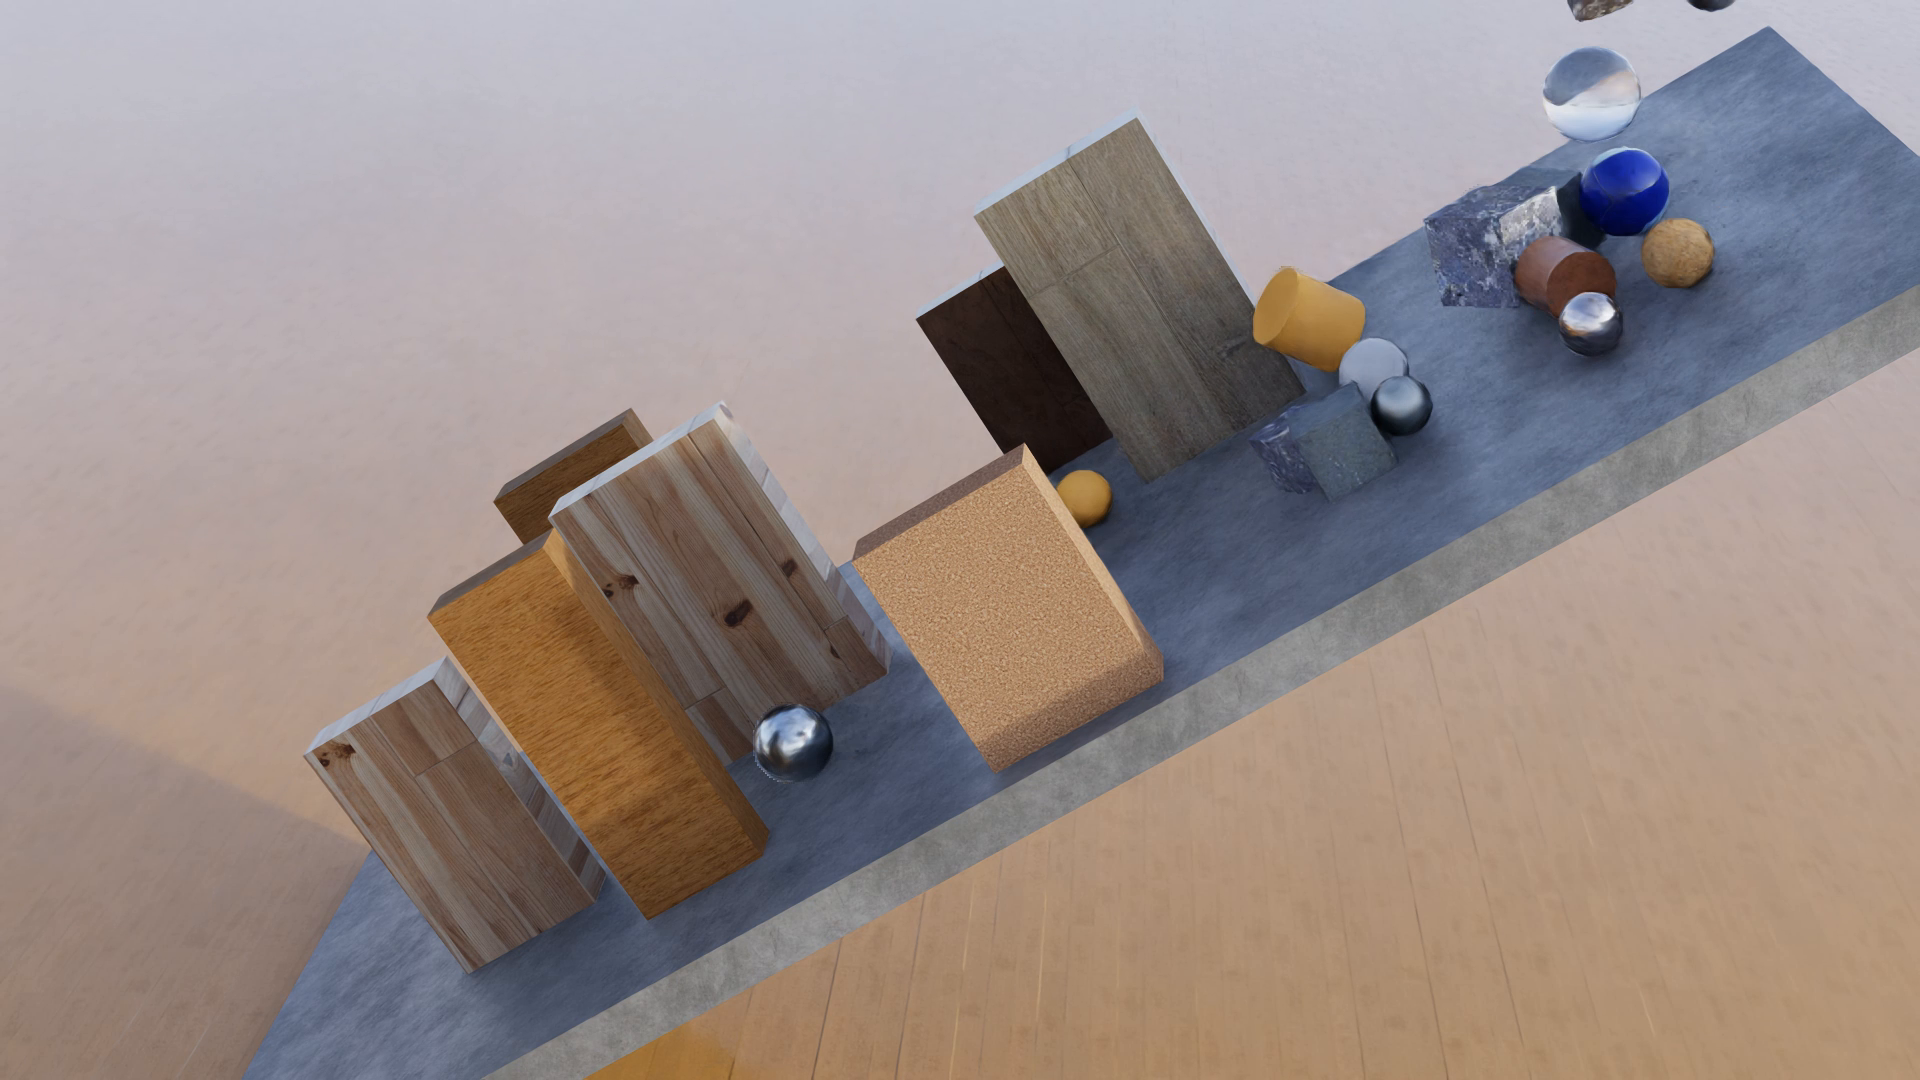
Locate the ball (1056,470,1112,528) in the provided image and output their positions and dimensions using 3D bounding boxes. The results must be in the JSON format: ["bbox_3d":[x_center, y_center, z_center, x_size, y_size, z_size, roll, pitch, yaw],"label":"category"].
[{"bbox_3d":[0.269,-0.090,6.396,0.127,0.127,0.127,0,20,0],"label":"ball"}]

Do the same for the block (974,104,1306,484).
[{"bbox_3d":[0.393,-0.526,6.376,0.408,0.708,0.130,-30,15,13],"label":"block"}]

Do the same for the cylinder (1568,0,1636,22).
[{"bbox_3d":[1.189,-1.083,5.462,0.175,0.175,0.175,-22,-8,-3],"label":"cylinder"}]

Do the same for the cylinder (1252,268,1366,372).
[{"bbox_3d":[0.738,-0.465,6.228,0.171,0.171,0.171,21,12,-21],"label":"cylinder"}]

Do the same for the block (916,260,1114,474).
[{"bbox_3d":[0.189,-0.428,6.929,0.381,0.486,0.092,-30,15,13],"label":"block"}]

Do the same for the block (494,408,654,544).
[{"bbox_3d":[-0.751,0.070,6.966,0.369,0.670,0.126,-30,15,13],"label":"block"}]

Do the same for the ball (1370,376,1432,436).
[{"bbox_3d":[0.846,-0.257,5.635,0.117,0.117,0.117,0,20,0],"label":"ball"}]

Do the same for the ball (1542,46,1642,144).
[{"bbox_3d":[1.310,-0.924,6.102,0.200,0.200,0.200,0,20,0],"label":"ball"}]

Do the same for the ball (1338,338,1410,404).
[{"bbox_3d":[0.838,-0.337,5.955,0.143,0.143,0.143,0,20,0],"label":"ball"}]

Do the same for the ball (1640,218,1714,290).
[{"bbox_3d":[1.350,-0.539,5.534,0.134,0.134,0.134,0,20,0],"label":"ball"}]

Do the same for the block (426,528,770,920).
[{"bbox_3d":[-0.703,0.366,5.767,0.276,0.755,0.117,-30,15,13],"label":"block"}]

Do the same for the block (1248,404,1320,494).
[{"bbox_3d":[0.677,-0.181,5.835,0.125,0.125,0.125,-37,15,-12],"label":"block"}]

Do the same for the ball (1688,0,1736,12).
[{"bbox_3d":[1.417,-1.057,5.536,0.122,0.122,0.122,0,20,0],"label":"ball"}]

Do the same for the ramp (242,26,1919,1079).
[{"bbox_3d":[0.141,0.170,6.292,4.000,0.100,2.000,-30,15,13],"label":"ramp"}]

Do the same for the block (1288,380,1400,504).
[{"bbox_3d":[0.740,-0.190,5.683,0.149,0.149,0.149,-30,15,12],"label":"block"}]

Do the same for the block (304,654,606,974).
[{"bbox_3d":[-1.053,0.578,6.158,0.334,0.587,0.129,-30,15,13],"label":"block"}]

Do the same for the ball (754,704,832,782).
[{"bbox_3d":[-0.340,0.415,6.015,0.161,0.161,0.161,0,20,0],"label":"ball"}]

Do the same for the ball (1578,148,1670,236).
[{"bbox_3d":[1.346,-0.705,5.960,0.181,0.181,0.181,0,20,0],"label":"ball"}]

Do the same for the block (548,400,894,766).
[{"bbox_3d":[-0.513,0.099,6.366,0.430,0.675,0.131,-30,15,13],"label":"block"}]

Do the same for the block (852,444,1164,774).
[{"bbox_3d":[0.090,0.128,5.382,0.363,0.486,0.120,-30,15,13],"label":"block"}]

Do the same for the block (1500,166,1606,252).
[{"bbox_3d":[1.197,-0.652,6.082,0.166,0.166,0.166,-40,29,-23],"label":"block"}]

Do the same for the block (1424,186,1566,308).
[{"bbox_3d":[1.080,-0.589,5.903,0.188,0.188,0.188,-31,24,-36],"label":"block"}]

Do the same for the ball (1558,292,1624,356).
[{"bbox_3d":[1.179,-0.404,5.494,0.121,0.121,0.121,0,20,0],"label":"ball"}]
